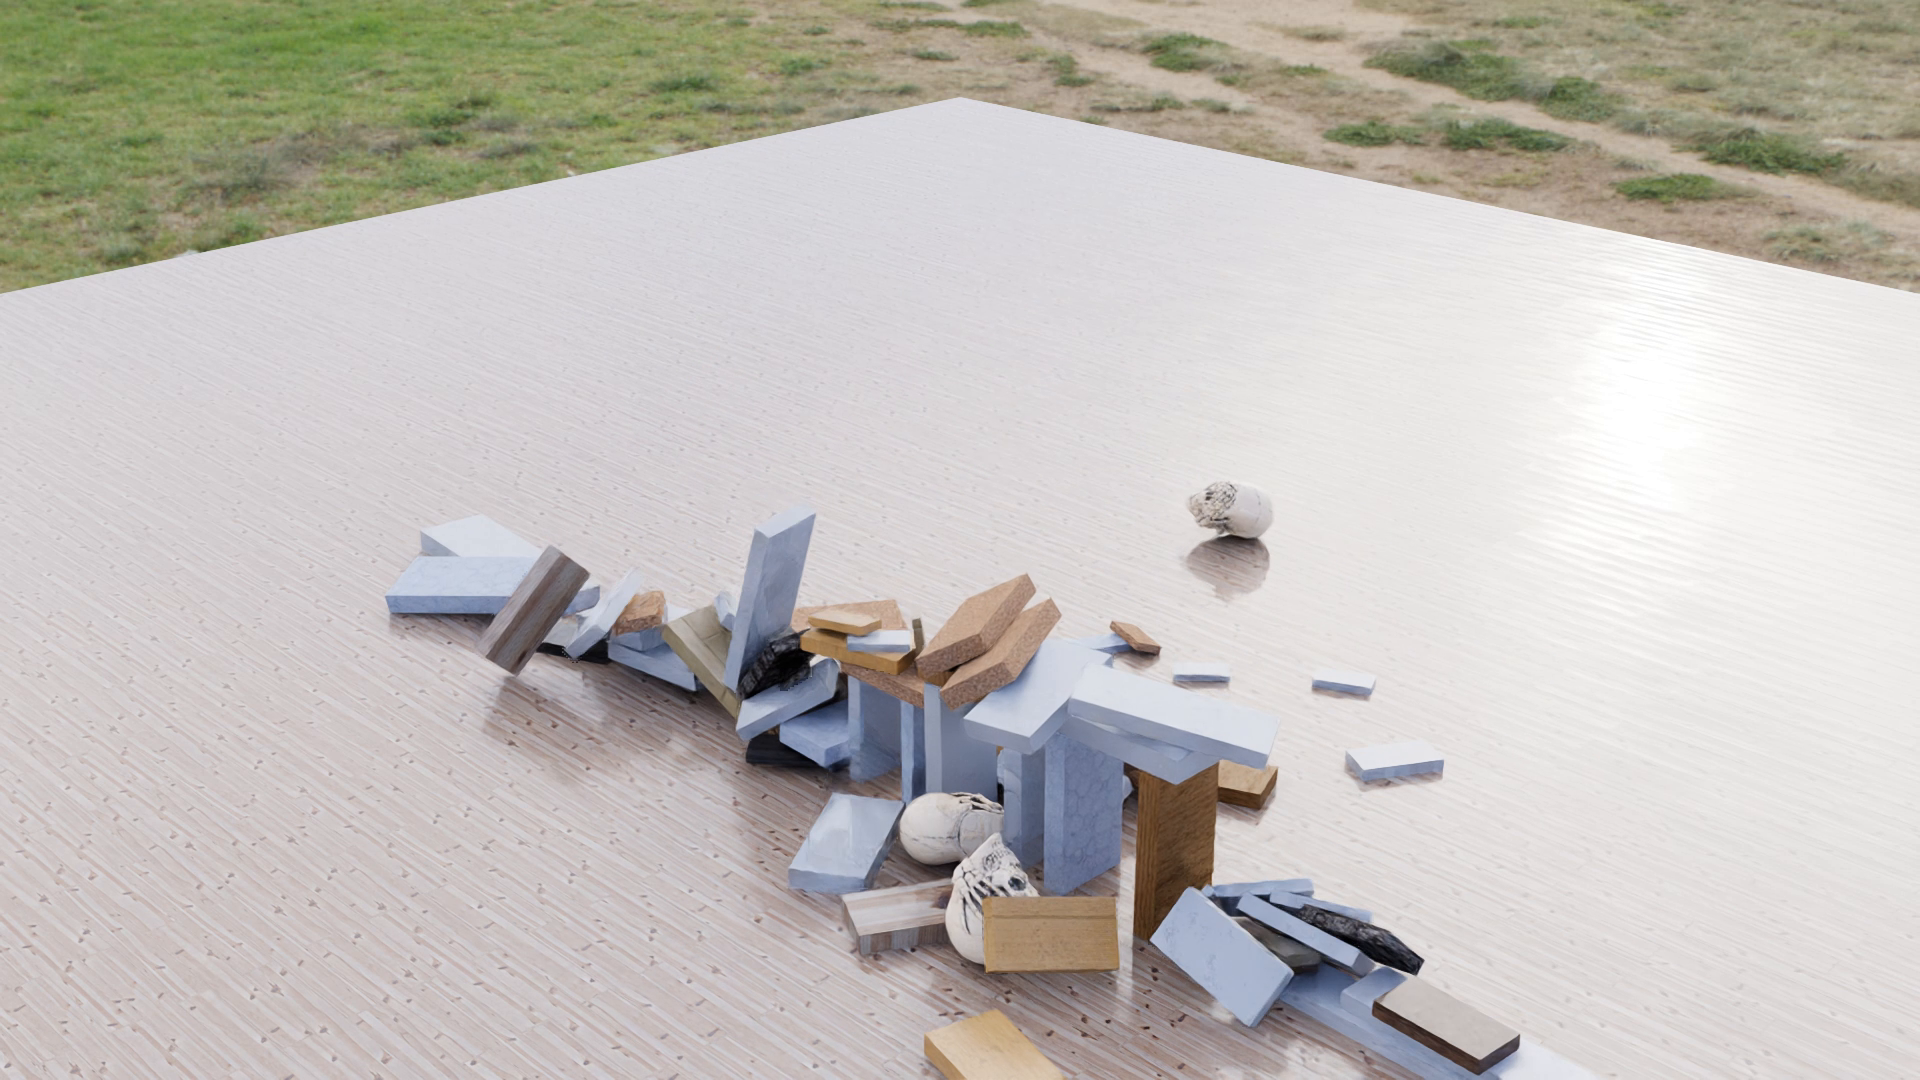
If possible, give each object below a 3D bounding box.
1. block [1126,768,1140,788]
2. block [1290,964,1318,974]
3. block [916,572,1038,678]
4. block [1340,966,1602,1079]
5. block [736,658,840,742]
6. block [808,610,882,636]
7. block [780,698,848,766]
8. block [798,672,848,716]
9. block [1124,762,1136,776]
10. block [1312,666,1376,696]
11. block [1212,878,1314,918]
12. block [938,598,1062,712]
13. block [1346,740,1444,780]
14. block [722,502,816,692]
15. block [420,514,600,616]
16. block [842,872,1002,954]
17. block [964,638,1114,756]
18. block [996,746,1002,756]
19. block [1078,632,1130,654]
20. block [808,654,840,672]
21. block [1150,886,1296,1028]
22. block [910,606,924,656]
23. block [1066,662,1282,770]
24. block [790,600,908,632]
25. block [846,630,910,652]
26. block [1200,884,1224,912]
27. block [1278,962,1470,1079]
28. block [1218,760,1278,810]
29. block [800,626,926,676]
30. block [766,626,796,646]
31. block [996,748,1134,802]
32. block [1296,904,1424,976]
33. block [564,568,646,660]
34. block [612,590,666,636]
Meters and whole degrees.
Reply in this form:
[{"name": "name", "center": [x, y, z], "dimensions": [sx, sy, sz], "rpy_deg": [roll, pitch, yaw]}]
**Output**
[{"name": "block", "center": [0.380, 0.448, 4.575], "dimensions": [0.131, 0.037, 0.261], "rpy_deg": [-23, 10, 32]}, {"name": "block", "center": [0.579, 0.746, 3.922], "dimensions": [0.071, 0.020, 0.141], "rpy_deg": [-5, 5, -11]}, {"name": "block", "center": [0.034, 0.165, 4.302], "dimensions": [0.150, 0.042, 0.300], "rpy_deg": [-24, 11, 27]}, {"name": "block", "center": [0.853, 0.841, 3.656], "dimensions": [0.119, 0.034, 0.464], "rpy_deg": [-19, 30, -38]}, {"name": "block", "center": [-0.364, 0.336, 4.644], "dimensions": [0.229, 0.032, 0.114], "rpy_deg": [-28, 24, 17]}, {"name": "block", "center": [-0.236, 0.169, 4.506], "dimensions": [0.134, 0.019, 0.067], "rpy_deg": [10, 17, 32]}, {"name": "block", "center": [-0.224, 0.392, 4.658], "dimensions": [0.289, 0.041, 0.144], "rpy_deg": [-18, 30, -41]}, {"name": "block", "center": [-0.206, 0.325, 4.808], "dimensions": [0.293, 0.147, 0.042], "rpy_deg": [-17, 60, -35]}, {"name": "block", "center": [0.360, 0.418, 4.565], "dimensions": [0.131, 0.037, 0.261], "rpy_deg": [-28, 8, 2]}, {"name": "block", "center": [0.871, 0.320, 4.984], "dimensions": [0.133, 0.019, 0.067], "rpy_deg": [8, 24, 18]}, {"name": "block", "center": [0.557, 0.664, 4.071], "dimensions": [0.183, 0.091, 0.026], "rpy_deg": [-4, 55, -3]}, {"name": "block", "center": [0.080, 0.215, 4.176], "dimensions": [0.150, 0.042, 0.300], "rpy_deg": [-28, 10, 28]}, {"name": "block", "center": [0.916, 0.463, 4.635], "dimensions": [0.183, 0.026, 0.091], "rpy_deg": [-6, 24, -13]}, {"name": "block", "center": [-0.409, 0.125, 4.688], "dimensions": [0.041, 0.440, 0.144], "rpy_deg": [35, 42, 23]}, {"name": "block", "center": [-1.139, 0.066, 5.541], "dimensions": [0.177, 0.050, 0.598], "rpy_deg": [-18, 29, -36]}, {"name": "block", "center": [-0.064, 0.691, 4.079], "dimensions": [0.286, 0.041, 0.143], "rpy_deg": [-6, 24, -15]}, {"name": "block", "center": [0.147, 0.285, 4.048], "dimensions": [0.143, 0.041, 0.286], "rpy_deg": [13, 36, 33]}, {"name": "block", "center": [-0.011, 0.442, 4.587], "dimensions": [0.202, 0.029, 0.101], "rpy_deg": [4, 41, 42]}, {"name": "block", "center": [0.327, 0.247, 5.155], "dimensions": [0.128, 0.018, 0.064], "rpy_deg": [-9, 24, -19]}, {"name": "block", "center": [-0.308, 0.310, 4.987], "dimensions": [0.118, 0.034, 0.237], "rpy_deg": [-4, 23, -9]}, {"name": "block", "center": [0.455, 0.724, 3.826], "dimensions": [0.238, 0.119, 0.034], "rpy_deg": [38, 7, 32]}, {"name": "block", "center": [-0.082, 0.202, 4.413], "dimensions": [0.018, 0.126, 0.063], "rpy_deg": [-7, 23, 0]}, {"name": "block", "center": [0.384, 0.314, 3.943], "dimensions": [0.364, 0.036, 0.127], "rpy_deg": [16, 31, 11]}, {"name": "block", "center": [-0.311, 0.214, 5.192], "dimensions": [0.354, 0.050, 0.177], "rpy_deg": [-5, 23, -11]}, {"name": "block", "center": [-0.166, 0.205, 4.461], "dimensions": [0.126, 0.018, 0.063], "rpy_deg": [1, 23, -2]}, {"name": "block", "center": [0.439, 0.679, 3.961], "dimensions": [0.071, 0.141, 0.020], "rpy_deg": [-35, 52, -7]}, {"name": "block", "center": [0.898, 0.902, 3.595], "dimensions": [0.109, 0.031, 0.877], "rpy_deg": [-20, 30, -39]}, {"name": "block", "center": [0.518, 0.490, 4.560], "dimensions": [0.254, 0.036, 0.127], "rpy_deg": [10, 25, 22]}, {"name": "block", "center": [-0.199, 0.215, 4.500], "dimensions": [0.229, 0.032, 0.114], "rpy_deg": [13, 25, 26]}, {"name": "block", "center": [-0.398, 0.254, 4.797], "dimensions": [0.019, 0.134, 0.067], "rpy_deg": [38, 48, 22]}, {"name": "block", "center": [0.196, 0.489, 4.454], "dimensions": [0.279, 0.040, 0.139], "rpy_deg": [24, 61, 36]}, {"name": "block", "center": [0.705, 0.704, 3.879], "dimensions": [0.031, 0.109, 0.219], "rpy_deg": [-58, 28, -14]}, {"name": "block", "center": [-0.799, 0.165, 4.952], "dimensions": [0.118, 0.034, 0.237], "rpy_deg": [-37, 15, 32]}, {"name": "block", "center": [-0.728, 0.164, 4.995], "dimensions": [0.104, 0.029, 0.207], "rpy_deg": [-13, 14, -1]}]
